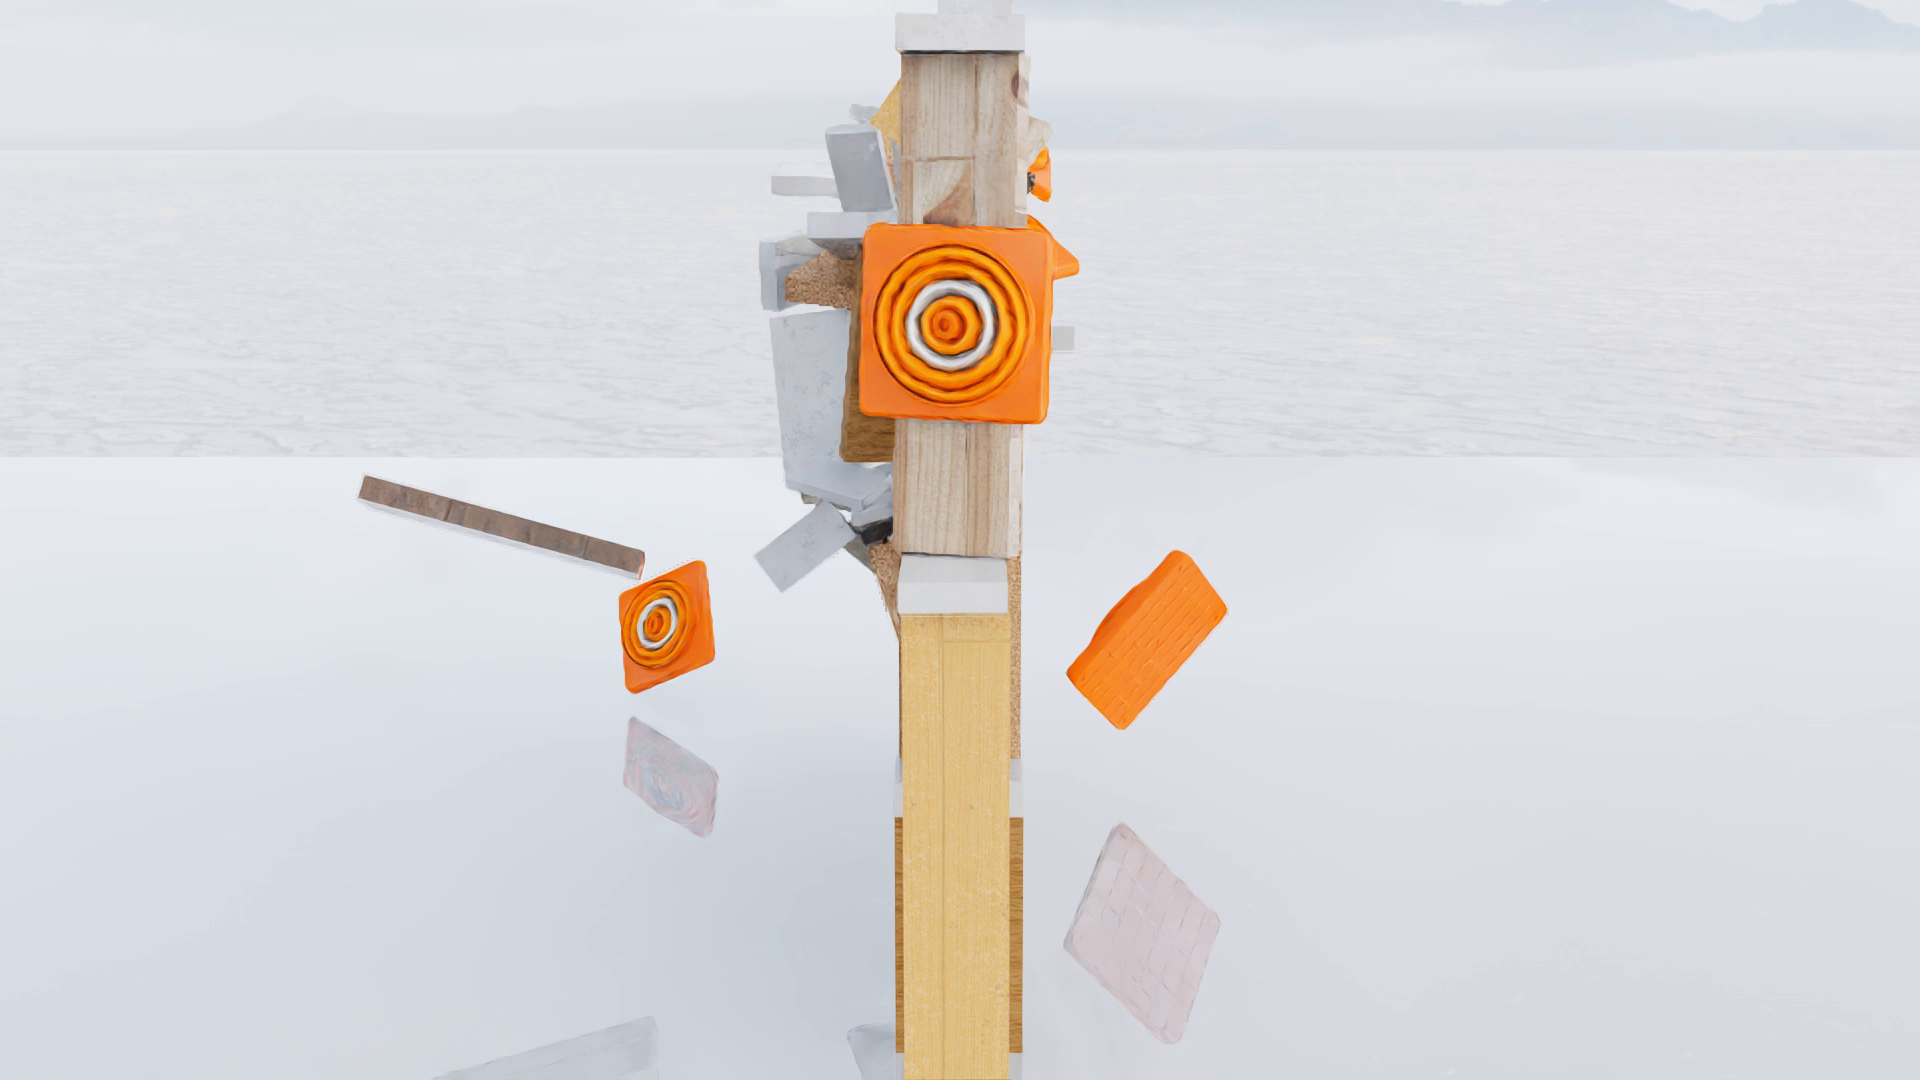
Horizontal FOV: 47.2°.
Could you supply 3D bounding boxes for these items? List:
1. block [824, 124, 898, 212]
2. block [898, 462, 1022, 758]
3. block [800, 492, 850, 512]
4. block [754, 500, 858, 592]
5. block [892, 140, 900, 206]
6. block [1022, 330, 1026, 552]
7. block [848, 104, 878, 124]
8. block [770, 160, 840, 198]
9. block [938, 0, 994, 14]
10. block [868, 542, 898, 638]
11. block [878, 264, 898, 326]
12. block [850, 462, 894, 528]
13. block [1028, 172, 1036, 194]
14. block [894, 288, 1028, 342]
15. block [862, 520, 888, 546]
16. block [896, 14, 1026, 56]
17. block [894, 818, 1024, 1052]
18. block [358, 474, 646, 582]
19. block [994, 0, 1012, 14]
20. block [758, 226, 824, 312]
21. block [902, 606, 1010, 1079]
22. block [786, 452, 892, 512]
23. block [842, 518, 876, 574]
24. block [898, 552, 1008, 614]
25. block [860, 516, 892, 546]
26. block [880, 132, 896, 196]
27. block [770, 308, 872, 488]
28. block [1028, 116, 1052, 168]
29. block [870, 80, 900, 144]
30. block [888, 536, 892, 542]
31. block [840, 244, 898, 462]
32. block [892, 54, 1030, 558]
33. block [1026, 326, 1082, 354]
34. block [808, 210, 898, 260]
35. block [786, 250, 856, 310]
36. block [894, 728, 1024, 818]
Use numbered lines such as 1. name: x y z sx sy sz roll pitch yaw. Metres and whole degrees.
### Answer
1. block: -0.163 -0.609 3.645 0.088 0.175 0.025 -1 45 12
2. block: 0.000 0.014 3.006 0.167 0.577 0.047 0 11 0
3. block: -0.188 -0.086 4.016 0.107 0.030 0.214 -19 18 -34
4. block: -0.270 0.010 3.846 0.167 0.083 0.024 -37 1 3
5. block: -0.122 -0.624 3.847 0.078 0.157 0.022 11 13 29
6. block: 0.010 -0.147 3.207 0.167 0.335 0.047 1 10 3
7. block: -0.123 -0.716 3.786 0.078 0.022 0.157 12 1 22
8. block: -0.210 -0.666 4.069 0.257 0.036 0.129 3 22 6
9. block: 0.007 -0.773 2.990 0.075 0.149 0.021 1 13 3
10. block: -0.059 0.173 3.782 0.089 0.362 0.025 -18 -9 -4
11. block: -0.038 -0.409 3.512 0.137 0.039 0.275 2 -17 -13
12. block: -0.143 -0.082 3.797 0.083 0.024 0.166 -16 27 8
13. block: 0.030 -0.534 3.529 0.093 0.026 0.186 29 66 23
14. block: 0.006 -0.315 3.061 0.167 0.047 0.335 1 11 3
15. block: -0.074 0.031 3.941 0.107 0.214 0.030 -24 -20 -33
16. block: 0.005 -0.653 2.868 0.160 0.045 0.319 0 10 1
17. block: -0.001 0.532 3.027 0.175 0.349 0.049 0 11 0
18. block: -0.826 -0.019 3.996 0.510 0.043 0.152 15 -8 -5
19. block: 0.029 -0.677 3.088 0.075 0.378 0.021 3 14 -6
20. block: -0.282 -0.519 4.124 0.036 0.129 0.257 10 22 31
21. block: -0.005 0.414 2.792 0.134 0.667 0.038 0 10 0
22. block: -0.209 -0.100 3.785 0.166 0.024 0.083 17 43 32
23. block: -0.125 0.018 4.064 0.214 0.107 0.030 38 23 34
24. block: -0.008 0.047 2.821 0.134 0.038 0.268 0 10 0
25. block: -0.104 -0.034 3.823 0.089 0.025 0.178 -22 4 19
26. block: -0.150 -0.619 3.753 0.078 0.157 0.022 3 14 33
27. block: -0.254 -0.258 4.011 0.156 0.311 0.044 -5 1 23
28. block: 0.037 -0.574 3.585 0.088 0.025 0.317 22 63 21
29. block: -0.048 -0.658 3.541 0.175 0.088 0.025 34 16 -9
30. block: -0.055 0.054 3.849 0.089 0.178 0.025 -23 -12 3
31. block: -0.120 -0.314 3.745 0.137 0.372 0.039 -1 22 -18
32. block: 0.000 -0.300 2.841 0.160 0.638 0.045 3 7 20
33. block: 0.056 -0.327 3.599 0.275 0.039 0.137 0 2 8
34. block: -0.154 -0.517 3.745 0.152 0.043 0.303 0 1 8
35. block: -0.184 -0.478 3.922 0.152 0.043 0.303 9 24 15
36. block: -0.001 0.314 3.105 0.175 0.049 0.349 0 11 0
